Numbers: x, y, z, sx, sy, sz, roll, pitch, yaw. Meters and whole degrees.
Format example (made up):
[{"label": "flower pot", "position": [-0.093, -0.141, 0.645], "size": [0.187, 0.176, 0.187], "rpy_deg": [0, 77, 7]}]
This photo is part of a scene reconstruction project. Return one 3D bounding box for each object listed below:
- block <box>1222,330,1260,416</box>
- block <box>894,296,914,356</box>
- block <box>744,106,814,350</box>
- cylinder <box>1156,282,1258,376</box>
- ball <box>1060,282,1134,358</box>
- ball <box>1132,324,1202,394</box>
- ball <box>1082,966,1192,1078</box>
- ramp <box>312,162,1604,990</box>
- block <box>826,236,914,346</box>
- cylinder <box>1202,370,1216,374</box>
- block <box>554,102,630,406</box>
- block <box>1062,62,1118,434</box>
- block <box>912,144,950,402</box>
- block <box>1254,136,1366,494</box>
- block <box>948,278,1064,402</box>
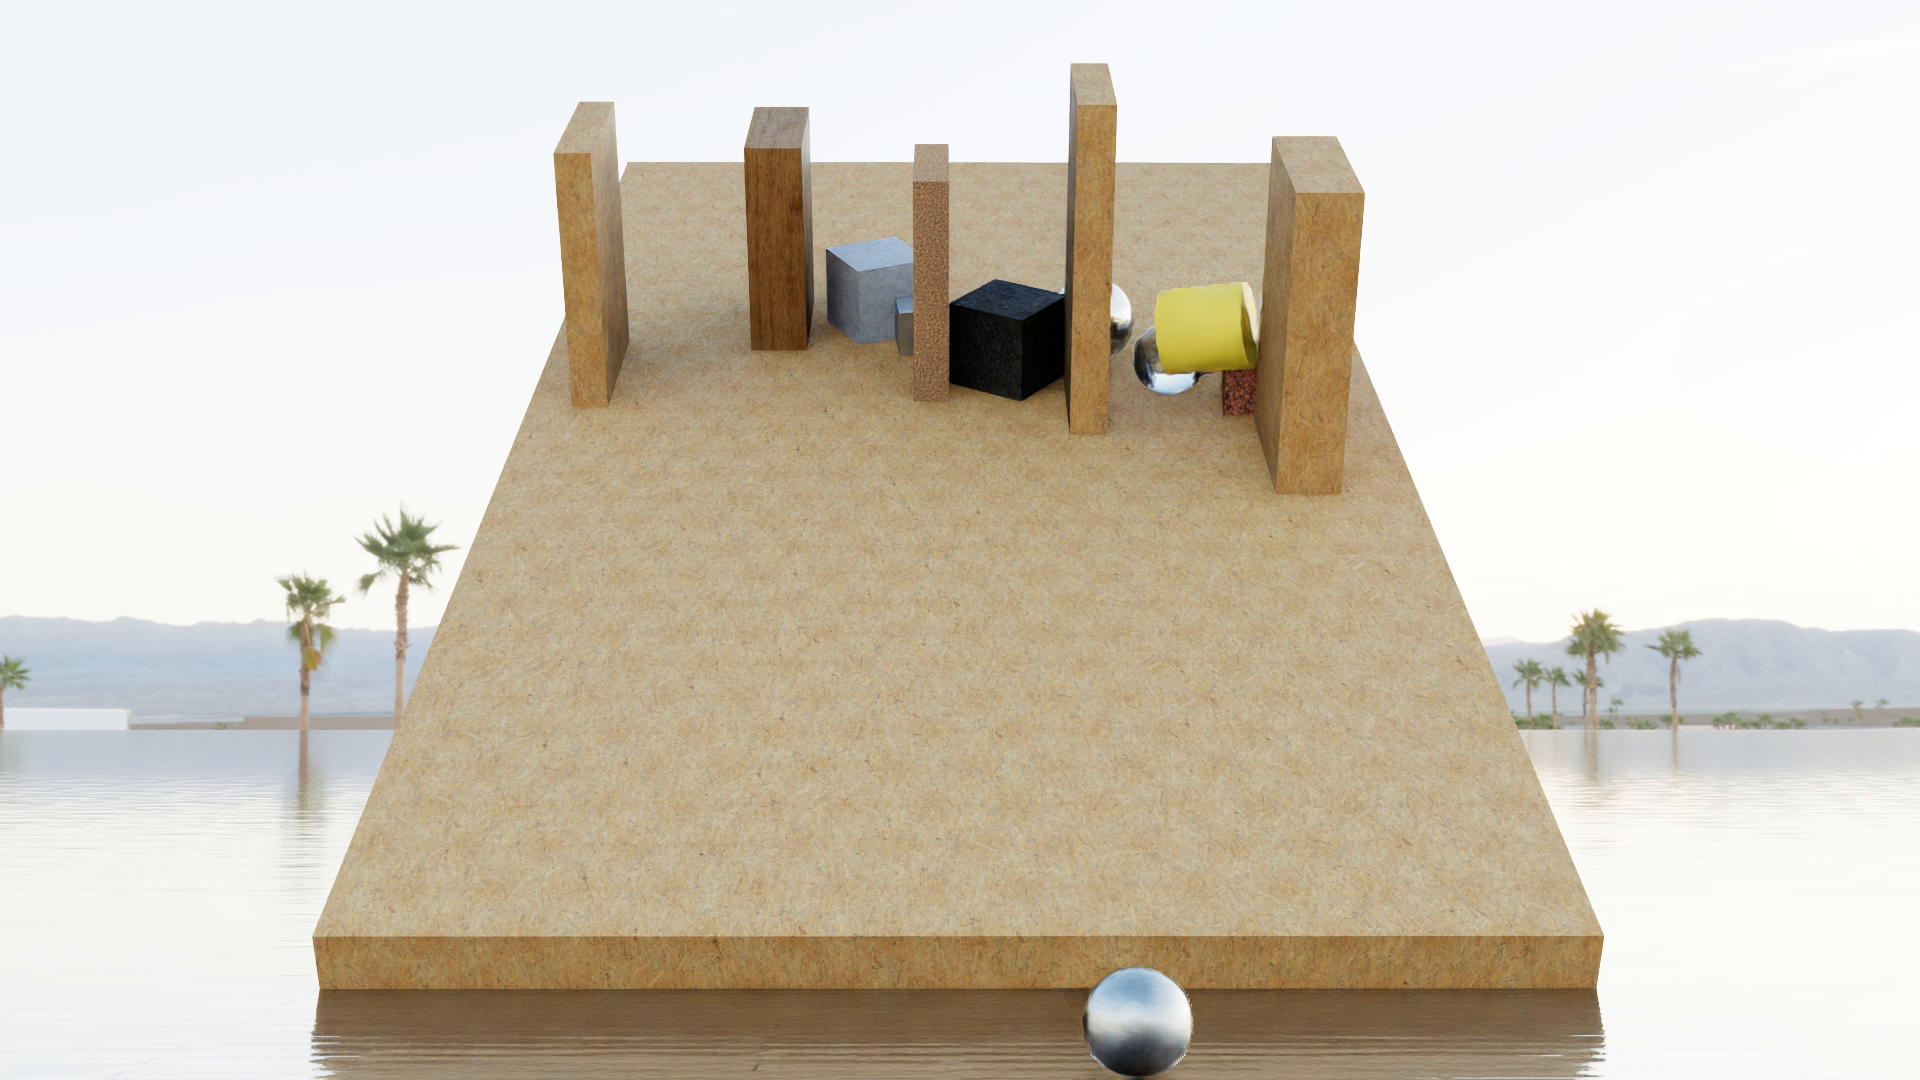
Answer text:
[{"label": "block", "position": [0.691, -0.390, 5.503], "size": [0.150, 0.150, 0.150], "rpy_deg": [2, 31, 3]}, {"label": "block", "position": [-0.100, -0.532, 5.841], "size": [0.112, 0.112, 0.112], "rpy_deg": [-3, 27, -7]}, {"label": "block", "position": [-0.447, -0.779, 5.884], "size": [0.138, 0.515, 0.355], "rpy_deg": [0, 26, 0]}, {"label": "cylinder", "position": [0.559, -0.478, 5.343], "size": [0.194, 0.194, 0.194], "rpy_deg": [-4, -6, 18]}, {"label": "ball", "position": [0.320, -0.535, 5.741], "size": [0.208, 0.208, 0.208], "rpy_deg": [0, -4, 0]}, {"label": "ball", "position": [0.493, -0.428, 5.569], "size": [0.172, 0.172, 0.172], "rpy_deg": [0, -4, 0]}, {"label": "ball", "position": [0.209, 0.567, 2.778], "size": [0.128, 0.128, 0.128], "rpy_deg": [0, -4, 0]}, {"label": "ramp", "position": [-0.010, -0.228, 5.467], "size": [2.000, 0.100, 4.000], "rpy_deg": [0, 26, 0]}, {"label": "block", "position": [-0.207, -0.628, 5.943], "size": [0.194, 0.194, 0.194], "rpy_deg": [-13, 29, -24]}, {"label": "cylinder", "position": [0.599, -0.479, 5.730], "size": [0.120, 0.120, 0.120], "rpy_deg": [-2, 24, 21]}, {"label": "block", "position": [-0.865, -0.678, 5.569], "size": [0.083, 0.612, 0.417], "rpy_deg": [0, 26, 0]}, {"label": "block", "position": [0.293, -0.662, 5.370], "size": [0.085, 0.766, 0.344], "rpy_deg": [0, 26, 0]}, {"label": "block", "position": [-0.067, -0.631, 5.565], "size": [0.082, 0.536, 0.292], "rpy_deg": [0, 26, 0]}, {"label": "block", "position": [0.752, -0.491, 5.127], "size": [0.141, 0.676, 0.400], "rpy_deg": [0, 26, 0]}, {"label": "block", "position": [0.115, -0.479, 5.633], "size": [0.204, 0.204, 0.204], "rpy_deg": [16, 31, 29]}]
